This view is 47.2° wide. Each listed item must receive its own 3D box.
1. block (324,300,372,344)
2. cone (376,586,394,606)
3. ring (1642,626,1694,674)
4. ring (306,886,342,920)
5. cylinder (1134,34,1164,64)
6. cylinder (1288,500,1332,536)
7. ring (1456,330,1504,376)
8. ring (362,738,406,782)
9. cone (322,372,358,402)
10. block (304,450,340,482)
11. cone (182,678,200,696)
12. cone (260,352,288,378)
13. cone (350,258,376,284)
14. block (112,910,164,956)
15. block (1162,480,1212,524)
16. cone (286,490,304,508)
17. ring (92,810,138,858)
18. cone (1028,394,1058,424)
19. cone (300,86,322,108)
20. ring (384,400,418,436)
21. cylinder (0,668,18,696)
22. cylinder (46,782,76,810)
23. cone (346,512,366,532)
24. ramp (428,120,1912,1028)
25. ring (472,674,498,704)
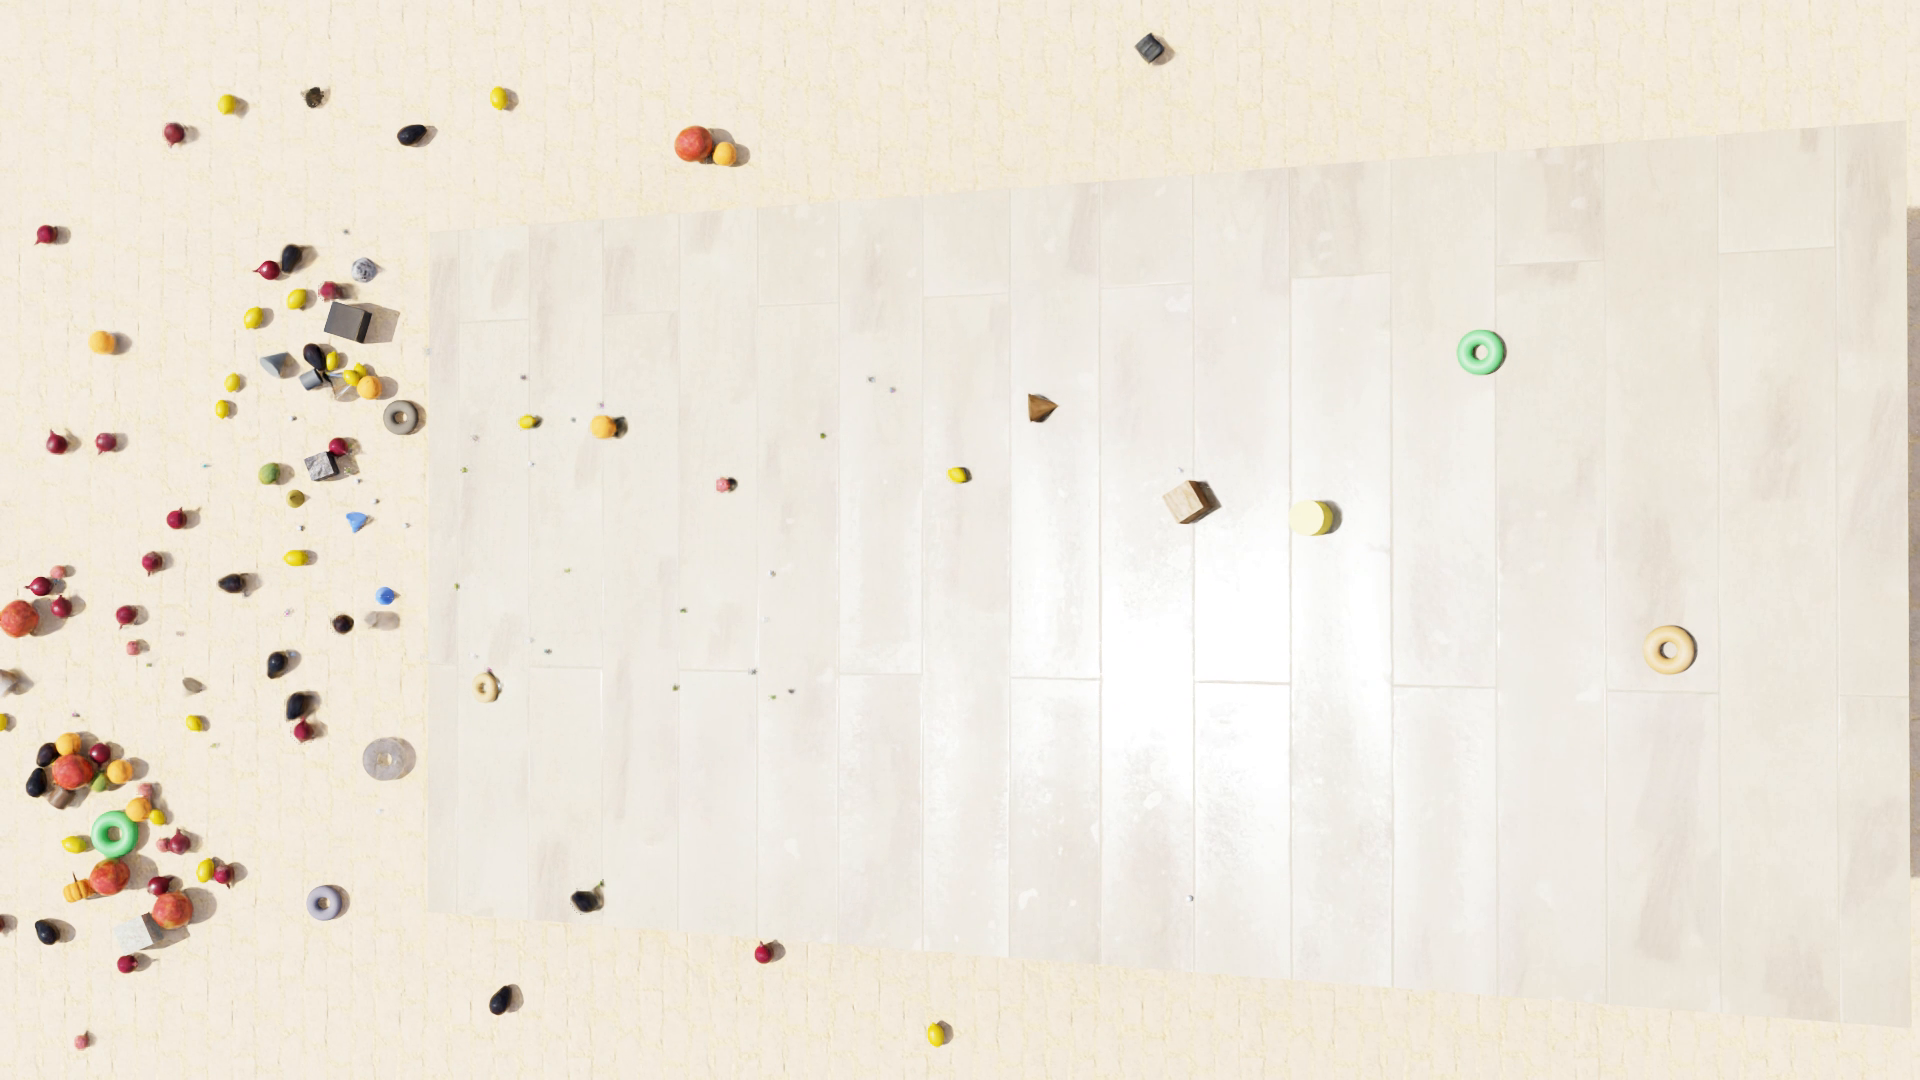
[{"bbox_3d":[-1.816,-0.645,6.525,0.096,0.096,0.096,17,89,0],"label":"block"},{"bbox_3d":[-1.717,0.167,6.534,0.057,0.057,0.057,0,89,0],"label":"cone"},{"bbox_3d":[1.621,0.252,5.031,0.114,0.038,0.114,0,90,23],"label":"ring"},{"bbox_3d":[-1.889,1.079,6.535,0.106,0.035,0.106,0,91,0],"label":"ring"},{"bbox_3d":[0.564,-1.464,6.550,0.065,0.065,0.065,-41,89,0],"label":"cylinder"},{"bbox_3d":[0.853,-0.053,5.350,0.087,0.087,0.087,0,89,24],"label":"cylinder"},{"bbox_3d":[1.232,-0.445,5.213,0.109,0.036,0.109,0,91,23],"label":"ring"},{"bbox_3d":[-1.711,0.652,6.536,0.131,0.044,0.131,0,90,-1],"label":"ring"},{"bbox_3d":[-1.836,-0.469,6.549,0.094,0.094,0.094,-19,89,-27],"label":"cone"},{"bbox_3d":[-1.896,-0.219,6.533,0.069,0.069,0.069,-21,89,0],"label":"block"},{"bbox_3d":[-2.301,0.448,6.547,0.056,0.056,0.056,43,116,0],"label":"cone"},{"bbox_3d":[-2.029,-0.537,6.554,0.079,0.079,0.079,41,63,0],"label":"cone"},{"bbox_3d":[-1.783,-0.806,6.535,0.079,0.079,0.079,0,89,0],"label":"cone"},{"bbox_3d":[-2.430,1.163,6.506,0.091,0.091,0.091,-24,89,0],"label":"block"},{"bbox_3d":[0.566,-0.094,5.482,0.080,0.080,0.080,-34,76,20],"label":"block"},{"bbox_3d":[-1.986,-0.123,6.538,0.057,0.057,0.057,0,89,0],"label":"cone"},{"bbox_3d":[-2.510,0.873,6.532,0.140,0.047,0.140,0,90,-1],"label":"ring"},{"bbox_3d":[0.217,-0.343,5.664,0.079,0.079,0.079,-5,89,-3],"label":"cone"},{"bbox_3d":[-1.951,-1.329,6.566,0.065,0.065,0.065,22,89,27],"label":"cone"},{"bbox_3d":[-1.666,-0.365,6.552,0.106,0.035,0.106,0,88,-1],"label":"ring"},{"bbox_3d":[-2.840,0.424,6.530,0.060,0.060,0.060,44,90,0],"label":"cylinder"},{"bbox_3d":[-2.666,0.760,6.526,0.060,0.060,0.060,36,88,0],"label":"cylinder"},{"bbox_3d":[-1.803,-0.044,6.552,0.060,0.060,0.060,15,116,0],"label":"cone"},{"bbox_3d":[0.283,0.083,5.704,4.000,0.100,2.000,0,89,24],"label":"ramp"},{"bbox_3d":[-1.377,0.430,6.368,0.089,0.030,0.089,1,91,28],"label":"ring"}]
